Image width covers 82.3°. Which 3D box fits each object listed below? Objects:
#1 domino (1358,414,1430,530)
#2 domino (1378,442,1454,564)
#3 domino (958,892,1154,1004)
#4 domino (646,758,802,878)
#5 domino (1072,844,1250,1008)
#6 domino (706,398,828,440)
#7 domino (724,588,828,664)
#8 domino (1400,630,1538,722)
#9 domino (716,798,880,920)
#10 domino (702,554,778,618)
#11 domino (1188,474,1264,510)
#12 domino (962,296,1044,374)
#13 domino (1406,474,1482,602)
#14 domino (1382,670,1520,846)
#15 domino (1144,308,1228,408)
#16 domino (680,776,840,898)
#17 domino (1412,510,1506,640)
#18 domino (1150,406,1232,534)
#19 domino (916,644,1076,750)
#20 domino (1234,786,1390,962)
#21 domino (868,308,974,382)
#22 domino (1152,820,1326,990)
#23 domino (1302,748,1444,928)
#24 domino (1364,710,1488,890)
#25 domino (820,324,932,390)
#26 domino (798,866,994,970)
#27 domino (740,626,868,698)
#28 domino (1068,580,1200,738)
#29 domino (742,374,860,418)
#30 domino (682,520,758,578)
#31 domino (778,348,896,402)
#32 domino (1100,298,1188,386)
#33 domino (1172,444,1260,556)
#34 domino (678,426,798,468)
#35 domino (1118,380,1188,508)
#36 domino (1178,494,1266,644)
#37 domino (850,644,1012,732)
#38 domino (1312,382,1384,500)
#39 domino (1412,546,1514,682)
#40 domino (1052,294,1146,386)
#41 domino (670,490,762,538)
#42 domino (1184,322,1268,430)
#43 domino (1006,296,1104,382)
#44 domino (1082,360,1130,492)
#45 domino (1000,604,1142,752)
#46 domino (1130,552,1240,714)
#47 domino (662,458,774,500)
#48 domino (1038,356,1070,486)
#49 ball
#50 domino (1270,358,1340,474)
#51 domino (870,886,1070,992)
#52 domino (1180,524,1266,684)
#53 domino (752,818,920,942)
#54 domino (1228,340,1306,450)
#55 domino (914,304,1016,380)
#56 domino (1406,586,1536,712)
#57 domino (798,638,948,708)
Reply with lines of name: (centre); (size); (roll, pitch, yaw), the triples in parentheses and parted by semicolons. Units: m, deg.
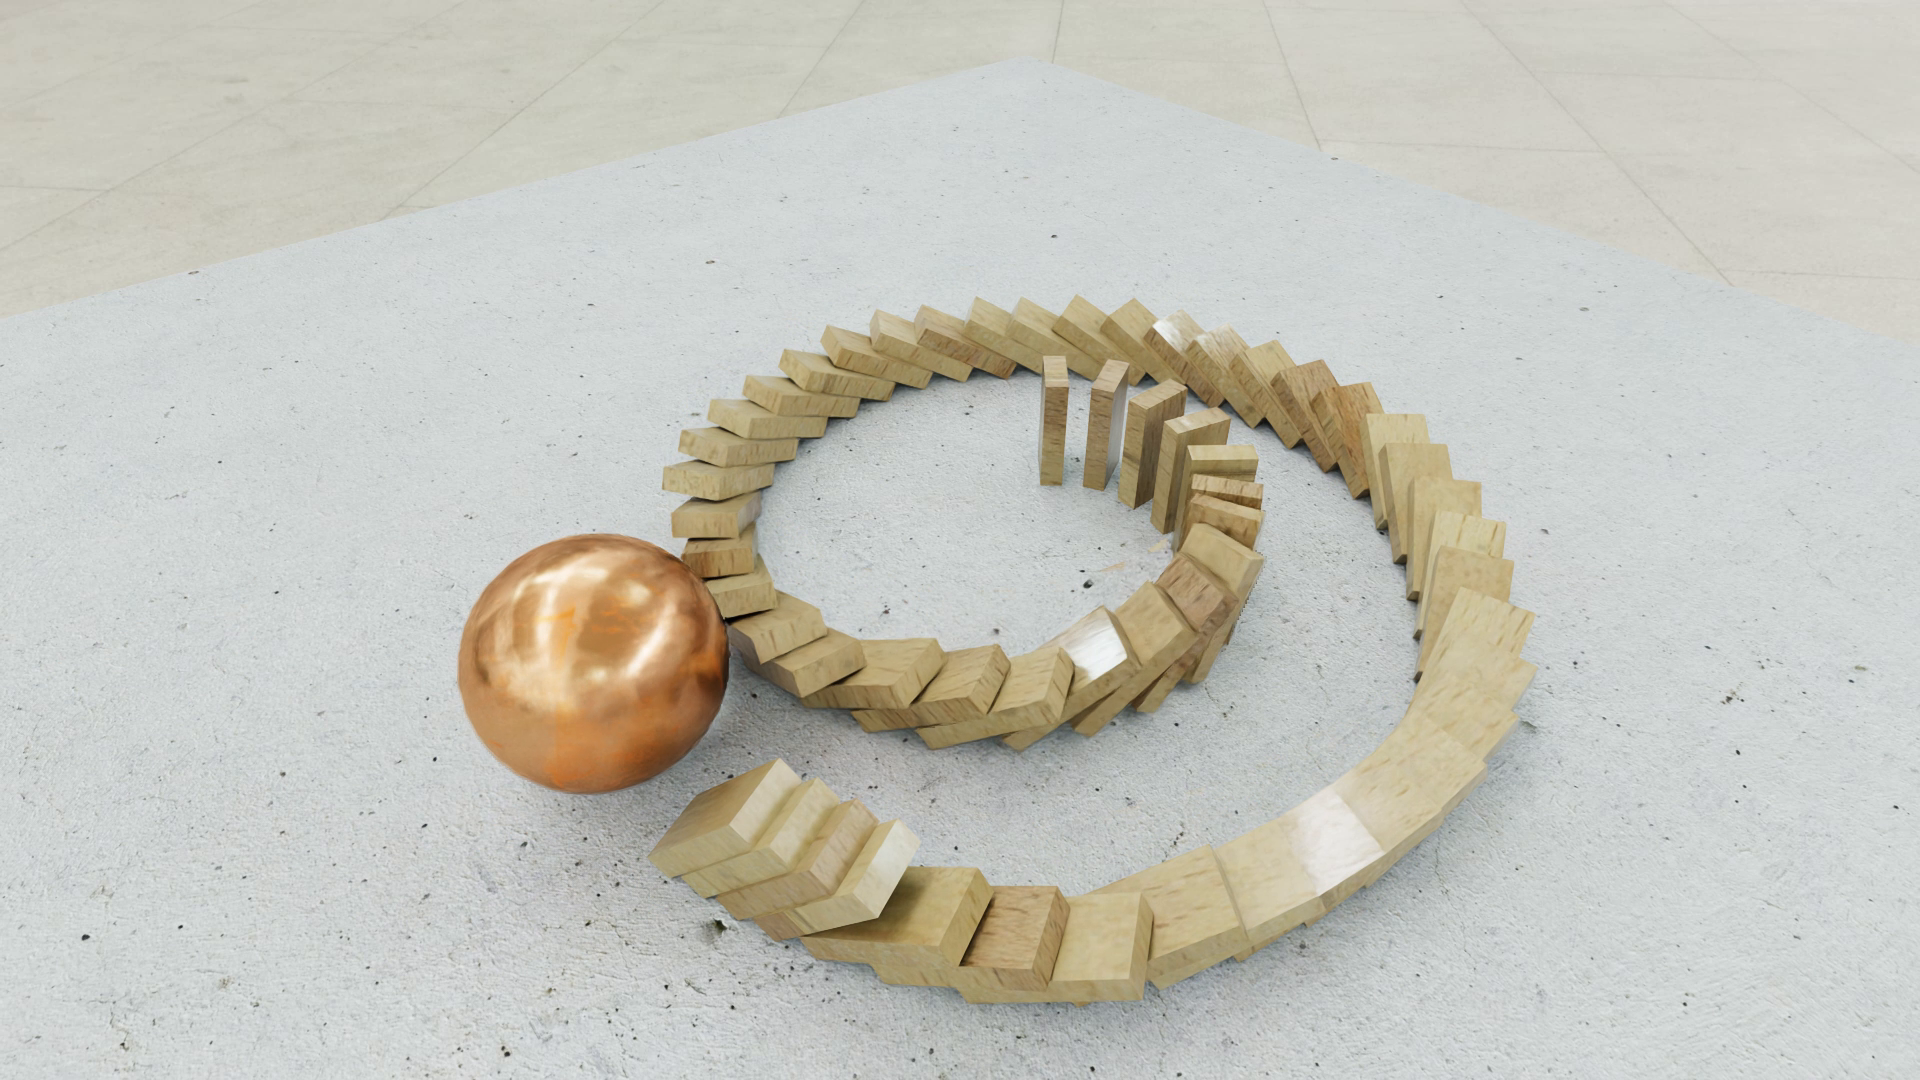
domino: (0.185, -0.029, 0.462); (0.025, 0.010, 0.050); (0, 66, 0)
domino: (0.186, -0.015, 0.445); (0.025, 0.009, 0.050); (1, 65, 2)
domino: (0.025, 0.109, 0.293); (0.050, 0.010, 0.025); (-13, 33, 27)
domino: (-0.069, 0.081, 0.318); (0.010, 0.050, 0.025); (48, 44, -12)
domino: (0.050, 0.105, 0.299); (0.050, 0.009, 0.025); (-26, 39, 11)
domino: (-0.086, -0.055, 0.493); (0.025, 0.009, 0.050); (26, 19, 29)
domino: (-0.068, 0.029, 0.389); (0.025, 0.009, 0.050); (-24, 17, -24)
domino: (0.162, 0.056, 0.358); (0.025, 0.009, 0.050); (32, 75, 32)
domino: (-0.046, 0.090, 0.308); (0.009, 0.050, 0.025); (48, 44, -12)
domino: (-0.083, 0.017, 0.406); (0.025, 0.010, 0.050); (-11, 14, -13)
domino: (0.096, 0.000, 0.411); (0.025, 0.050, 0.009); (9, 38, 11)
domino: (0.027, -0.102, 0.551); (0.050, 0.010, 0.025); (25, 39, -11)
domino: (0.188, 0.000, 0.427); (0.025, 0.010, 0.050); (7, 66, 9)
domino: (0.148, 0.068, 0.344); (0.050, 0.009, 0.025); (-45, 53, -9)
domino: (0.115, -0.088, 0.534); (0.025, 0.010, 0.050); (-33, 76, -34)
domino: (-0.057, 0.085, 0.313); (0.010, 0.050, 0.025); (48, 44, -12)
domino: (0.186, 0.015, 0.409); (0.025, 0.010, 0.050); (13, 67, 15)
domino: (0.093, -0.028, 0.445); (0.025, 0.050, 0.010); (-17, 42, -20)
domino: (0.011, 0.052, 0.360); (0.050, 0.010, 0.025); (-19, 30, 32)
domino: (0.092, 0.094, 0.312); (0.050, 0.010, 0.025); (-33, 44, 1)
domino: (-0.019, -0.096, 0.544); (0.050, 0.010, 0.025); (17, 34, -22)
domino: (0.071, 0.101, 0.304); (0.050, 0.010, 0.025); (-29, 41, 6)
domino: (0.112, 0.087, 0.321); (0.050, 0.010, 0.025); (-37, 46, -2)
domino: (0.131, 0.078, 0.332); (0.050, 0.009, 0.025); (-40, 49, -5)
domino: (-0.041, -0.089, 0.535); (0.050, 0.009, 0.025); (10, 31, -33)
domino: (-0.018, 0.102, 0.300); (0.050, 0.009, 0.025); (-12, 29, 36)
domino: (-0.055, 0.039, 0.379); (0.025, 0.009, 0.050); (-25, 18, -27)
domino: (0.053, 0.040, 0.369); (0.050, 0.010, 0.025); (-46, 41, 15)
domino: (-0.073, -0.066, 0.507); (0.025, 0.009, 0.050); (31, 22, 32)
domino: (-0.091, 0.003, 0.422); (0.025, 0.010, 0.050); (-6, 13, -7)
domino: (-0.058, -0.078, 0.522); (0.050, 0.010, 0.025); (1, 30, -43)
domino: (0.096, -0.096, 0.543); (0.050, 0.010, 0.025); (44, 51, 8)
domino: (0.099, -0.014, 0.428); (0.025, 0.050, 0.009); (-1, 39, -1)
domino: (-0.095, -0.041, 0.477); (0.025, 0.010, 0.050); (20, 16, 23)
domino: (0.080, -0.040, 0.460); (0.025, 0.050, 0.009); (-29, 47, -30)
domino: (0.091, 0.011, 0.398); (0.025, 0.050, 0.009); (18, 28, 20)
domino: (-0.010, 0.049, 0.364); (0.050, 0.009, 0.025); (-13, 29, 36)
domino: (0.175, -0.044, 0.480); (0.025, 0.009, 0.050); (-10, 68, -12)
domino: (0.180, 0.028, 0.392); (0.025, 0.010, 0.050); (14, 67, 16)
domino: (0.072, -0.100, 0.548); (0.050, 0.010, 0.025); (35, 44, -2)
domino: (-0.097, -0.011, 0.440); (0.025, 0.010, 0.050); (0, 13, 0)
domino: (0.133, -0.078, 0.522); (0.025, 0.009, 0.050); (-28, 73, -30)
domino: (0.049, -0.101, 0.550); (0.050, 0.010, 0.025); (26, 39, -9)
domino: (0.063, -0.049, 0.471); (0.009, 0.050, 0.025); (14, 41, 17)
domino: (0.033, 0.046, 0.365); (0.050, 0.010, 0.025); (-36, 40, 15)
domino: (0.070, 0.032, 0.376); (0.009, 0.050, 0.025); (17, 23, -42)
domino: (-0.100, -0.027, 0.459); (0.025, 0.009, 0.050); (11, 13, 13)
domino: (0.040, -0.051, 0.474); (0.009, 0.050, 0.025); (0, 39, 1)
ball: (-0.112, 0.038, 0.342); (0.080, 0.080, 0.080); (0, 39, 0)
domino: (0.164, -0.056, 0.495); (0.025, 0.009, 0.050); (-17, 68, -19)
domino: (0.003, 0.107, 0.296); (0.050, 0.009, 0.025); (-11, 32, 30)
domino: (0.084, 0.022, 0.385); (0.010, 0.050, 0.025); (-2, 31, -47)
domino: (-0.034, 0.094, 0.303); (0.009, 0.050, 0.025); (48, 44, -12)
domino: (0.150, -0.068, 0.510); (0.025, 0.009, 0.050); (-22, 70, -24)
domino: (0.002, -0.099, 0.547); (0.050, 0.009, 0.025); (18, 35, -20)
domino: (0.173, 0.043, 0.374); (0.025, 0.010, 0.050); (23, 71, 25)
domino: (-0.031, 0.045, 0.370); (0.050, 0.009, 0.025); (-7, 28, 42)
